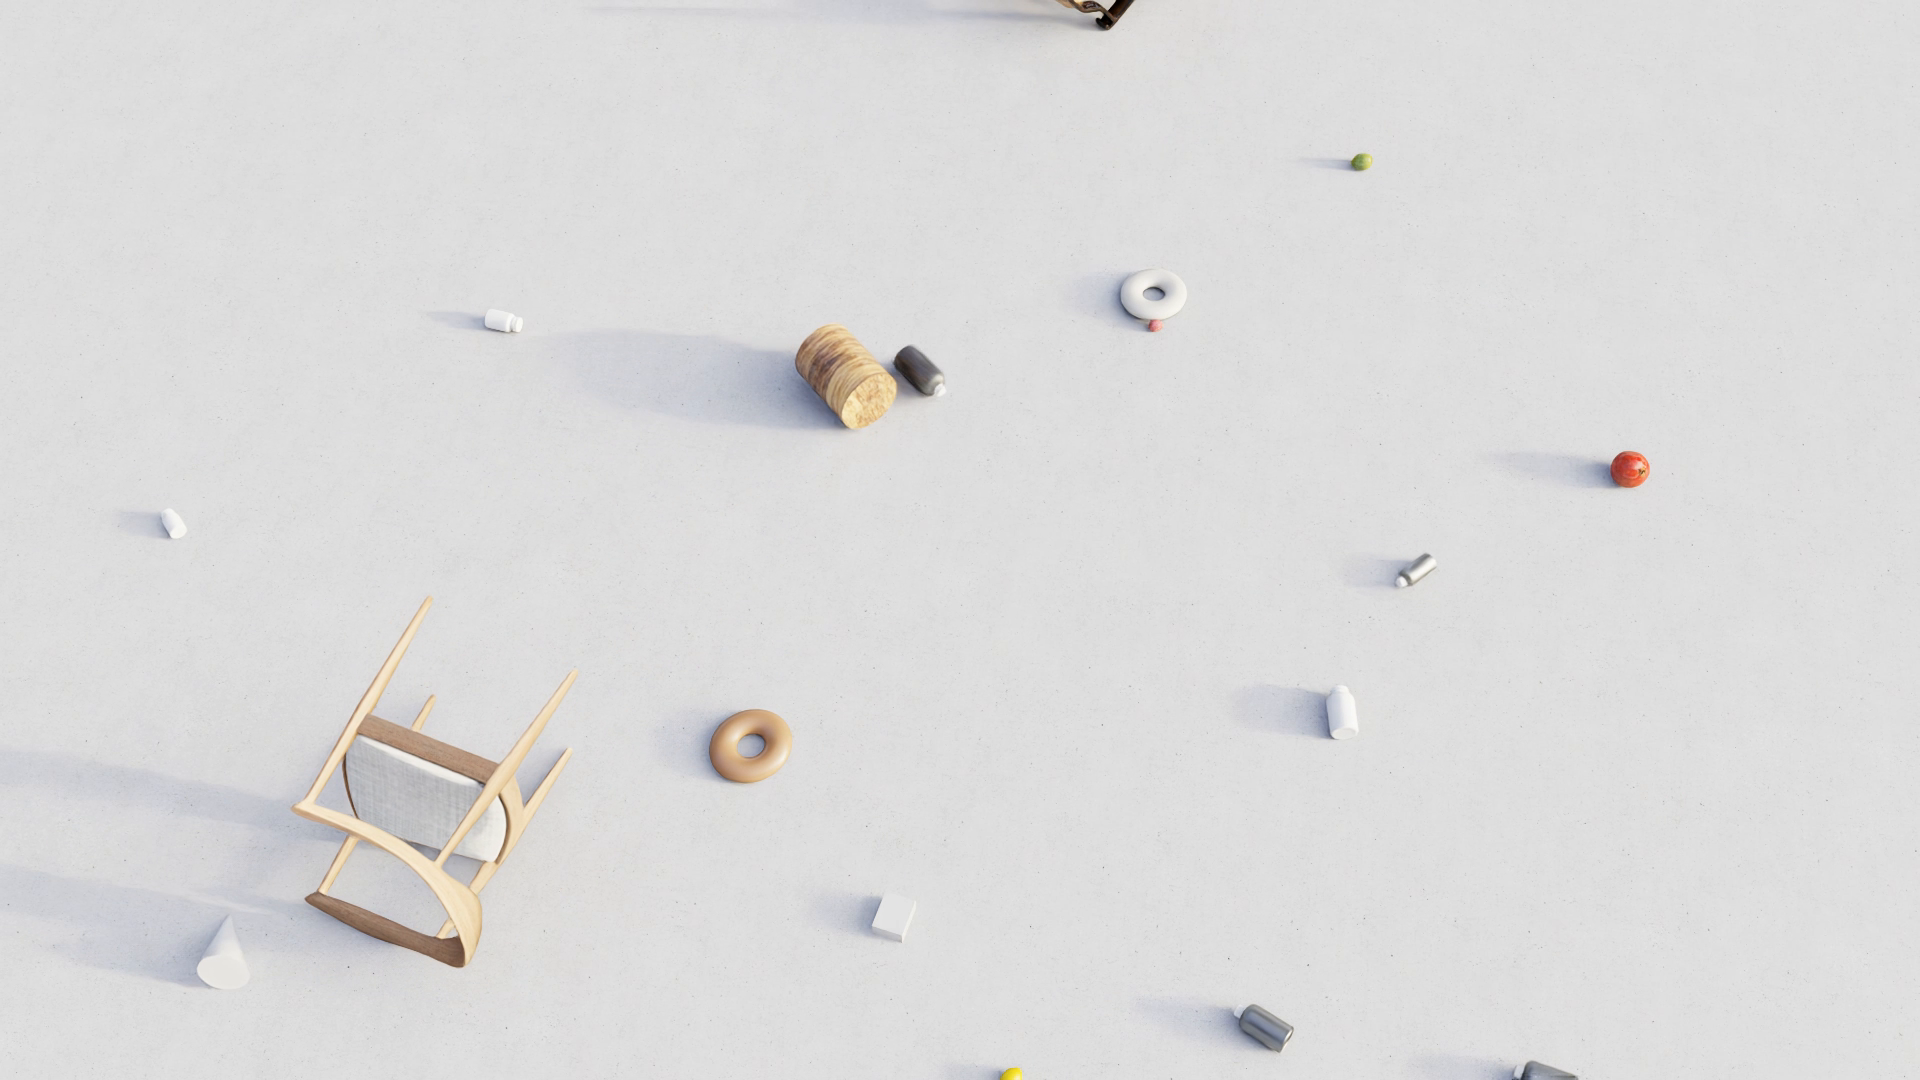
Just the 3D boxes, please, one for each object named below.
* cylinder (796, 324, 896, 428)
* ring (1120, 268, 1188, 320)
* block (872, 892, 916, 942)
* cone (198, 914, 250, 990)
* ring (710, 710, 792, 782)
[{"bbox_3d":[-0.352,-0.505,6.776,0.203,0.228,0.253,-37,63,-9],"label":"cylinder"},{"bbox_3d":[0.623,-0.791,7.072,0.211,0.046,0.230,23,54,17],"label":"ring"},{"bbox_3d":[-0.176,1.006,5.868,0.085,0.051,0.107,16,58,11],"label":"block"},{"bbox_3d":[-1.940,1.064,5.820,0.117,0.143,0.212,-33,37,13],"label":"cone"},{"bbox_3d":[-0.586,0.576,6.157,0.242,0.051,0.222,-37,64,-22],"label":"ring"}]
